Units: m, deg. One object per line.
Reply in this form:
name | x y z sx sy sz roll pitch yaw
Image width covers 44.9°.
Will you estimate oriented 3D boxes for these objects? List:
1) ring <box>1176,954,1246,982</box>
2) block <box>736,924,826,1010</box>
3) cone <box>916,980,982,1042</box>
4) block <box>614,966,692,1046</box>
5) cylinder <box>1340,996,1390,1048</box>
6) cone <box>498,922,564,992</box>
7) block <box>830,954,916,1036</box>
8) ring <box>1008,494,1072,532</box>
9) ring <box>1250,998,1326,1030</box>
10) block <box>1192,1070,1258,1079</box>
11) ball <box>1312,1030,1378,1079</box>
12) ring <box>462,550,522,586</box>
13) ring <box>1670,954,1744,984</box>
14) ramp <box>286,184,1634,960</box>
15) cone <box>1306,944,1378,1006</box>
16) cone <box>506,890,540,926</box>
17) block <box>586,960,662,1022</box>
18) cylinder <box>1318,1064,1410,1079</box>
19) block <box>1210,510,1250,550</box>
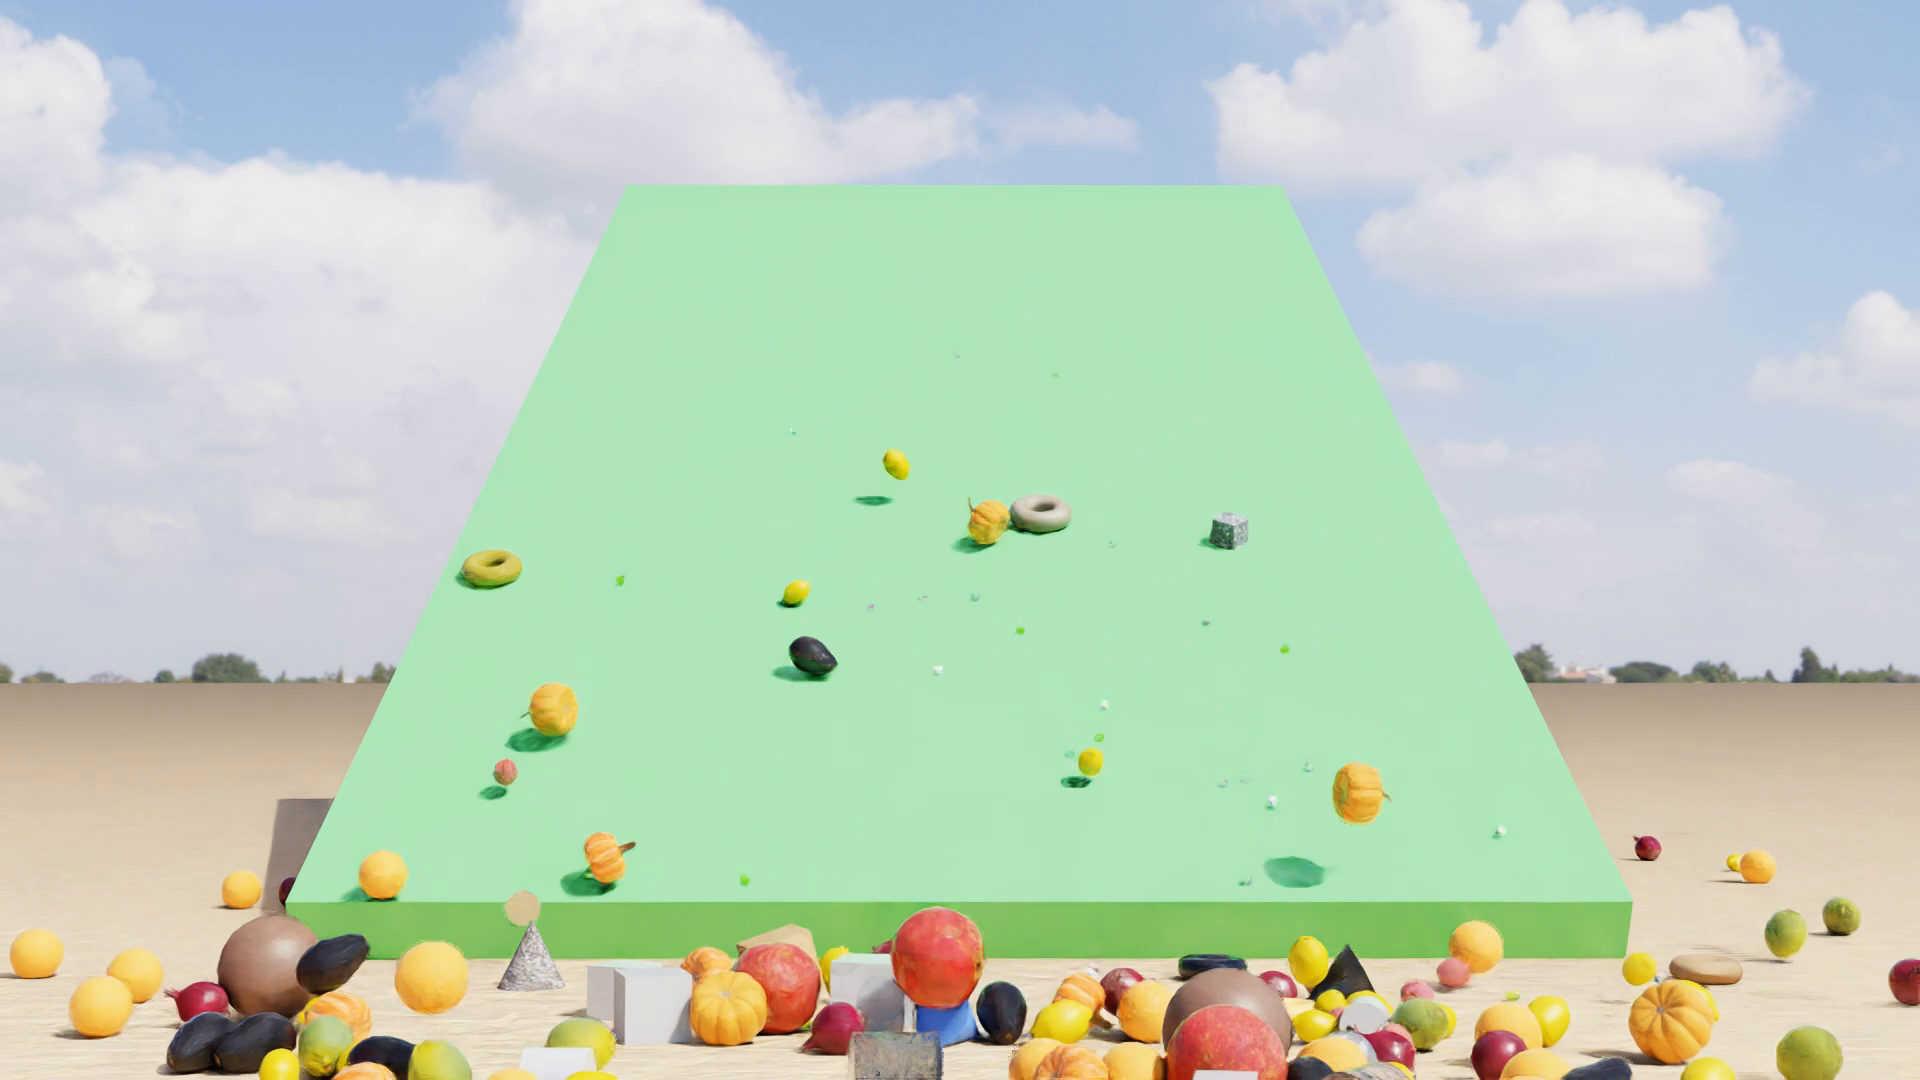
ring | 0.352 0.598 3.248 0.098 0.033 0.098 1 -4 0
block | -0.232 0.551 3.005 0.079 0.079 0.079 -16 3 -21
cone | 0.002 0.565 2.701 0.077 0.077 0.077 -4 -39 48
block | -0.360 0.544 2.720 0.077 0.077 0.077 1 -4 -18
cylinder | 0.463 0.552 2.657 0.055 0.055 0.055 -1 -3 13
cone | -0.584 0.564 3.173 0.092 0.092 0.092 0 -3 0
block | -0.103 0.543 2.775 0.086 0.086 0.086 -1 -3 9
ring | 0.163 -0.055 4.732 0.129 0.043 0.129 0 25 0
ring | 0.397 0.574 2.816 0.092 0.031 0.092 1 -4 0
block | 0.244 0.520 2.131 0.057 0.057 0.057 -1 -3 10
ball | 0.387 0.528 2.339 0.067 0.067 0.067 0 -3 0
ring | -0.903 0.054 4.486 0.117 0.039 0.117 0 25 0
ring | 1.037 0.597 3.232 0.098 0.033 0.098 1 -2 0
ramp | -0.008 -0.228 5.298 2.000 0.100 4.000 0 24 0
cone | 0.479 0.580 2.993 0.088 0.088 0.088 -27 -3 -2
cone | -0.637 0.538 3.418 0.052 0.052 0.052 0 0 1
block | -0.417 0.560 2.888 0.066 0.066 0.066 -2 -4 25
cylinder | 0.362 0.509 2.084 0.073 0.073 0.073 -3 -8 39
block | 0.539 -0.018 4.638 0.054 0.054 0.054 18 30 35
